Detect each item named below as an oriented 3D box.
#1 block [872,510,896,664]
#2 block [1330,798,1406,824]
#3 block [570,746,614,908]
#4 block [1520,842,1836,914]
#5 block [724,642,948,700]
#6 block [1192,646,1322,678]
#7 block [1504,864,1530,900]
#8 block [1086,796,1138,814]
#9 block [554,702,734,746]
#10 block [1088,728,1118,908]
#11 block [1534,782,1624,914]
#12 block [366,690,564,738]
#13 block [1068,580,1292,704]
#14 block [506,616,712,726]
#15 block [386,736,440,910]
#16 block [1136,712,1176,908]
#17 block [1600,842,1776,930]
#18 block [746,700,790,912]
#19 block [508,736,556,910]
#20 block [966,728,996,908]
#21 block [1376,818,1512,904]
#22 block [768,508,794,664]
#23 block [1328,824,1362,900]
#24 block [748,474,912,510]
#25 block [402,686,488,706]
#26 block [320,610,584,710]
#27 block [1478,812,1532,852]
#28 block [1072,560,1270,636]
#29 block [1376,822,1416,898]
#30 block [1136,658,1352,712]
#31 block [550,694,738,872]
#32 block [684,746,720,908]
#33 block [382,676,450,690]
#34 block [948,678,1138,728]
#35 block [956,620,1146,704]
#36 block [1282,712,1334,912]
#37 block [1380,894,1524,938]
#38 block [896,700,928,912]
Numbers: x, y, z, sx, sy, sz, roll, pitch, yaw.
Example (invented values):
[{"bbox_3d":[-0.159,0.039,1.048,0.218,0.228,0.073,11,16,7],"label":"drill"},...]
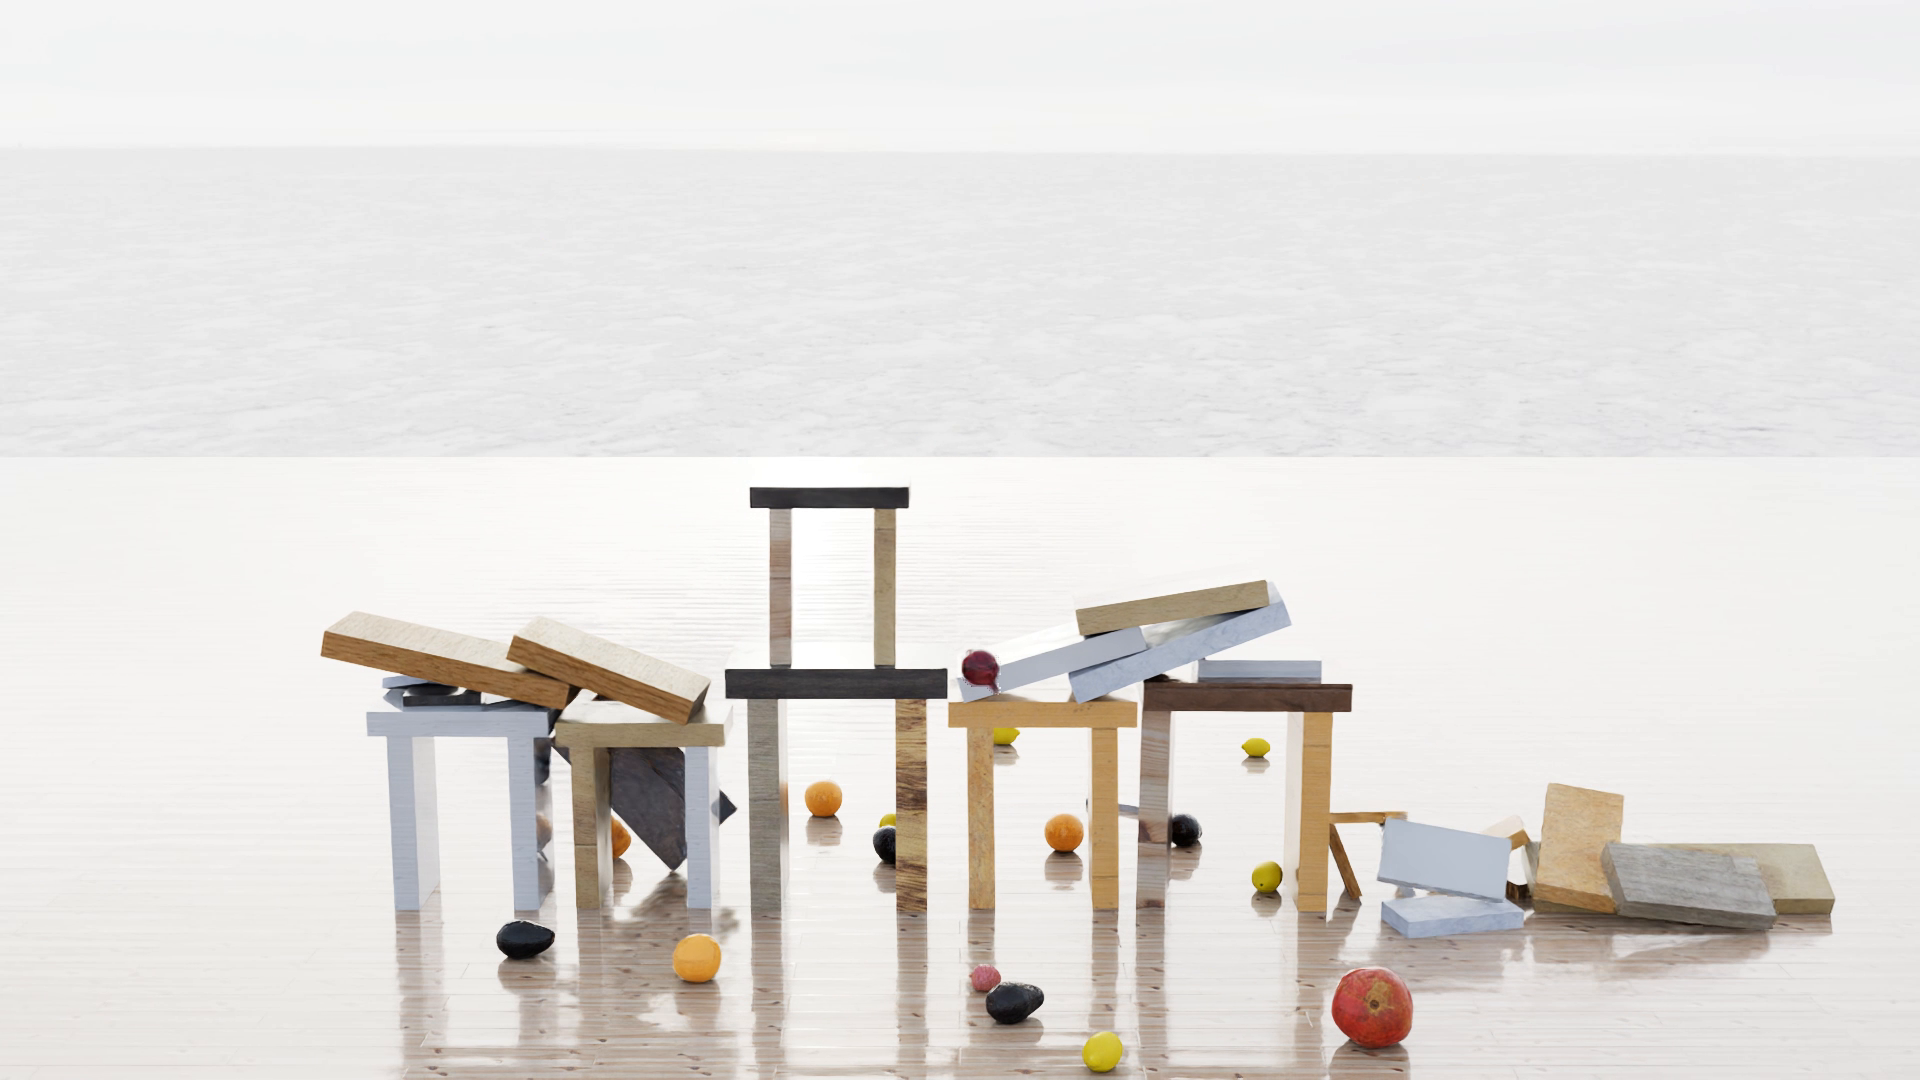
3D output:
[{"bbox_3d":[-0.123,0.064,3.574,0.036,0.254,0.127,0,11,-3],"label":"block"},{"bbox_3d":[0.667,0.450,3.648,0.134,0.019,0.067,-1,11,-2],"label":"block"},{"bbox_3d":[-0.610,0.456,3.643,0.039,0.274,0.137,0,11,0],"label":"block"},{"bbox_3d":[1.177,0.555,3.617,0.479,0.035,0.125,0,37,1],"label":"block"},{"bbox_3d":[-0.198,0.214,3.604,0.356,0.050,0.178,0,11,0],"label":"block"},{"bbox_3d":[0.485,0.199,3.603,0.201,0.028,0.100,0,11,0],"label":"block"},{"bbox_3d":[0.985,0.569,3.713,0.177,0.025,0.089,-5,11,-24],"label":"block"},{"bbox_3d":[0.303,0.496,4.142,0.125,0.013,0.045,6,12,29],"label":"block"},{"bbox_3d":[-0.516,0.302,3.614,0.274,0.039,0.137,0,11,0],"label":"block"},{"bbox_3d":[0.237,0.439,3.644,0.043,0.305,0.153,-1,11,1],"label":"block"},{"bbox_3d":[1.022,0.504,3.626,0.125,0.035,0.250,9,37,14],"label":"block"},{"bbox_3d":[-0.807,0.283,3.605,0.292,0.041,0.146,0,11,1],"label":"block"},{"bbox_3d":[0.352,0.165,3.574,0.364,0.043,0.153,-21,10,5],"label":"block"},{"bbox_3d":[-0.571,0.211,3.594,0.308,0.044,0.154,20,11,1],"label":"block"},{"bbox_3d":[-0.903,0.447,3.638,0.041,0.292,0.146,0,11,0],"label":"block"},{"bbox_3d":[0.327,0.422,3.655,0.047,0.335,0.167,2,11,9],"label":"block"},{"bbox_3d":[1.165,0.555,3.522,0.250,0.035,0.125,7,38,-6],"label":"block"},{"bbox_3d":[-0.316,0.414,3.642,0.050,0.356,0.178,0,11,0],"label":"block"},{"bbox_3d":[-0.708,0.447,3.638,0.041,0.293,0.146,0,11,0],"label":"block"},{"bbox_3d":[0.034,0.439,3.646,0.043,0.305,0.153,-1,11,0],"label":"block"},{"bbox_3d":[0.784,0.519,3.562,0.201,0.100,0.028,9,-22,11],"label":"block"},{"bbox_3d":[-0.291,0.064,3.577,0.036,0.254,0.127,0,10,-3],"label":"block"},{"bbox_3d":[0.632,0.525,3.660,0.019,0.134,0.067,-22,10,4],"label":"block"},{"bbox_3d":[-0.207,-0.078,3.549,0.254,0.036,0.127,0,11,0],"label":"block"},{"bbox_3d":[-0.842,0.255,3.597,0.125,0.018,0.063,-1,11,-4],"label":"block"},{"bbox_3d":[-0.822,0.195,3.597,0.402,0.044,0.154,12,11,0],"label":"block"},{"bbox_3d":[0.871,0.525,3.702,0.177,0.025,0.089,-31,5,12],"label":"block"},{"bbox_3d":[0.337,0.093,3.554,0.305,0.043,0.153,-9,10,2],"label":"block"},{"bbox_3d":[0.723,0.524,3.661,0.019,0.134,0.067,-20,10,3],"label":"block"},{"bbox_3d":[0.462,0.237,3.605,0.335,0.047,0.167,0,11,1],"label":"block"},{"bbox_3d":[-0.544,0.405,3.779,0.154,0.308,0.044,-44,-1,-9],"label":"block"},{"bbox_3d":[-0.426,0.456,3.643,0.039,0.274,0.137,0,11,0],"label":"block"},{"bbox_3d":[-0.898,0.236,3.655,0.125,0.018,0.063,-9,-14,40],"label":"block"},{"bbox_3d":[0.134,0.267,3.614,0.305,0.043,0.153,0,11,0],"label":"block"},{"bbox_3d":[0.147,0.184,3.588,0.305,0.043,0.153,-17,10,3],"label":"block"},{"bbox_3d":[0.574,0.426,3.638,0.047,0.335,0.167,0,11,0],"label":"block"},{"bbox_3d":[0.790,0.601,3.532,0.201,0.028,0.100,-3,11,-14],"label":"block"},{"bbox_3d":[-0.079,0.414,3.642,0.050,0.356,0.178,0,11,0],"label":"block"}]
